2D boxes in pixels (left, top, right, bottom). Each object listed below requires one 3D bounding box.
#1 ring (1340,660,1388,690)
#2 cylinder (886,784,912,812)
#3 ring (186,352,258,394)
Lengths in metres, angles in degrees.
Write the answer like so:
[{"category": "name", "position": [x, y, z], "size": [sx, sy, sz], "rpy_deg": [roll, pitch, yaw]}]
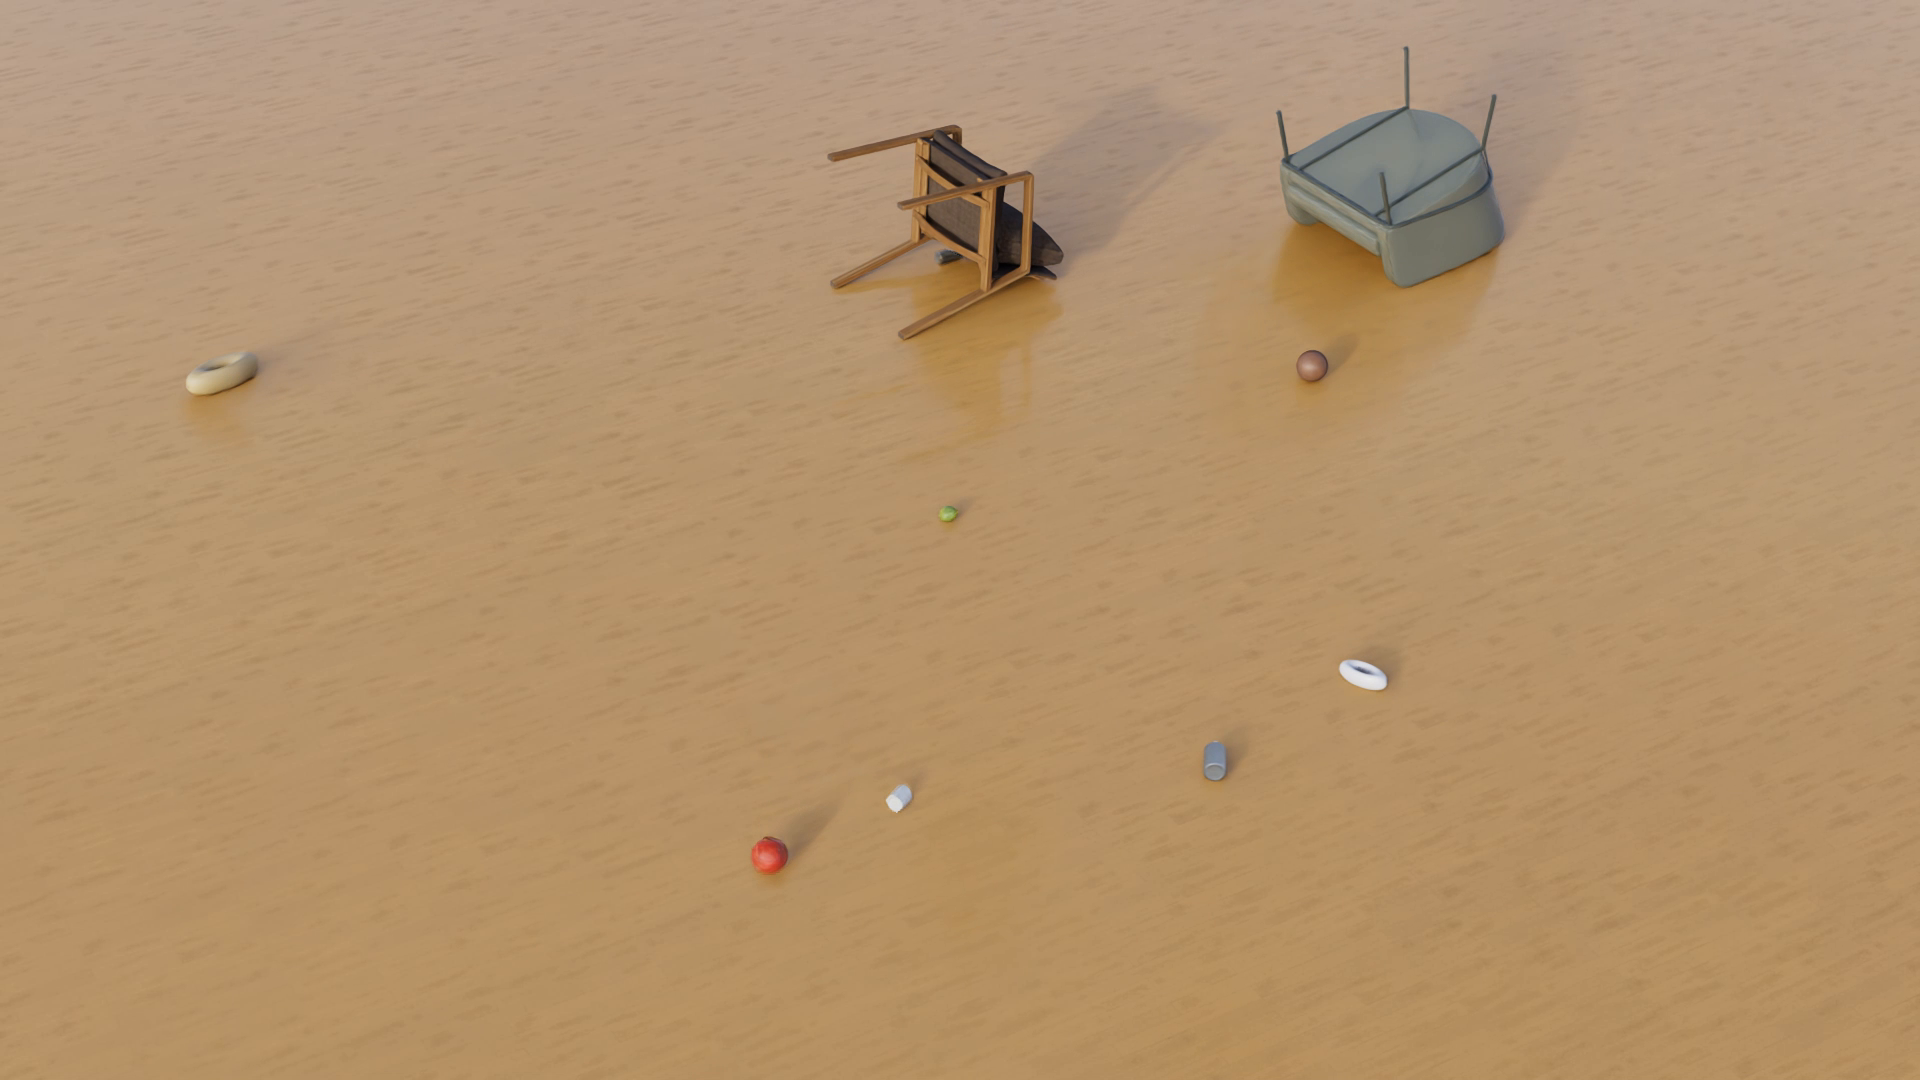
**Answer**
[{"category": "ring", "position": [1.401, 0.468, 10.179], "size": [0.188, 0.061, 0.087], "rpy_deg": [22, 41, 31]}, {"category": "cylinder", "position": [-0.200, 0.845, 9.603], "size": [0.057, 0.065, 0.067], "rpy_deg": [17, 37, 23]}, {"category": "ring", "position": [-2.988, -0.675, 11.878], "size": [0.327, 0.102, 0.139], "rpy_deg": [-27, 40, -36]}]
